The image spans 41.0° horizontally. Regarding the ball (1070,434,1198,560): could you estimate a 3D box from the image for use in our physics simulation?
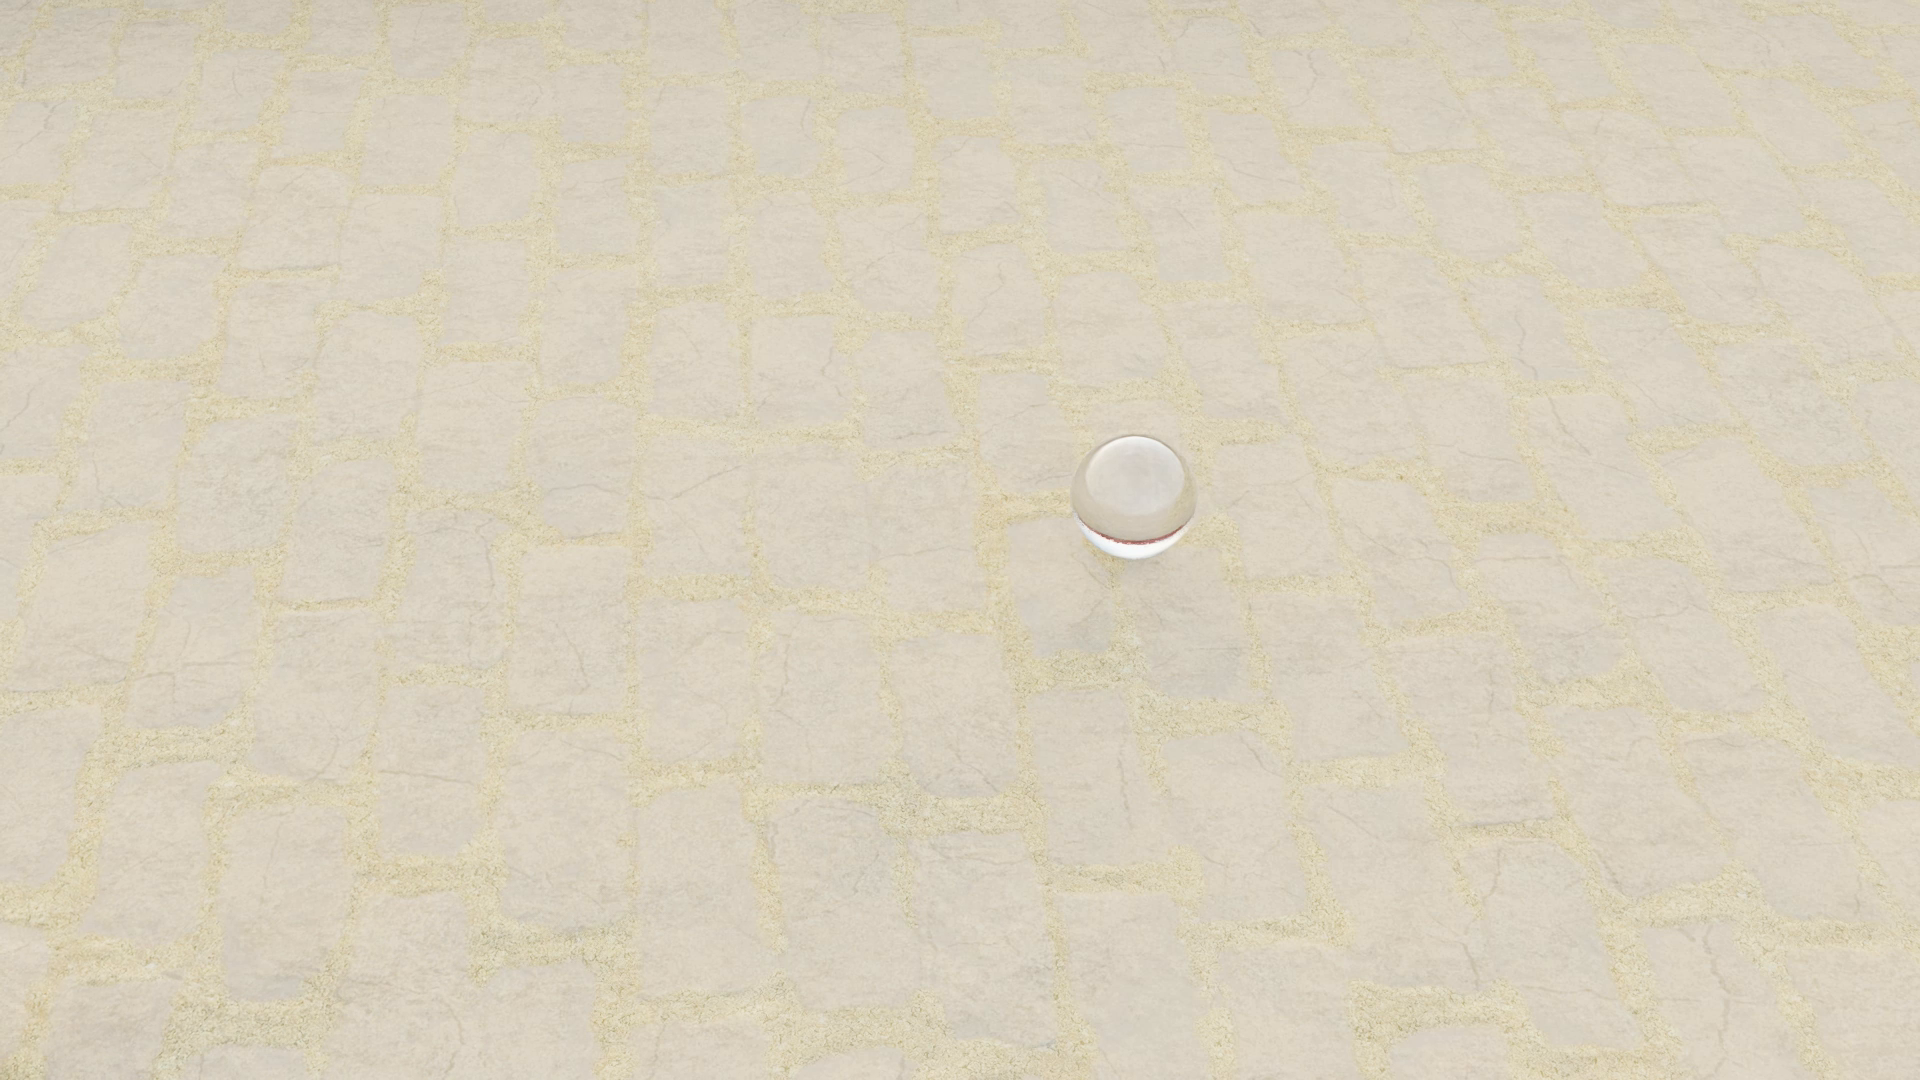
[{"bbox_3d":[0.104,-0.026,1.534,0.076,0.076,0.076,0,37,0],"label":"ball"}]
